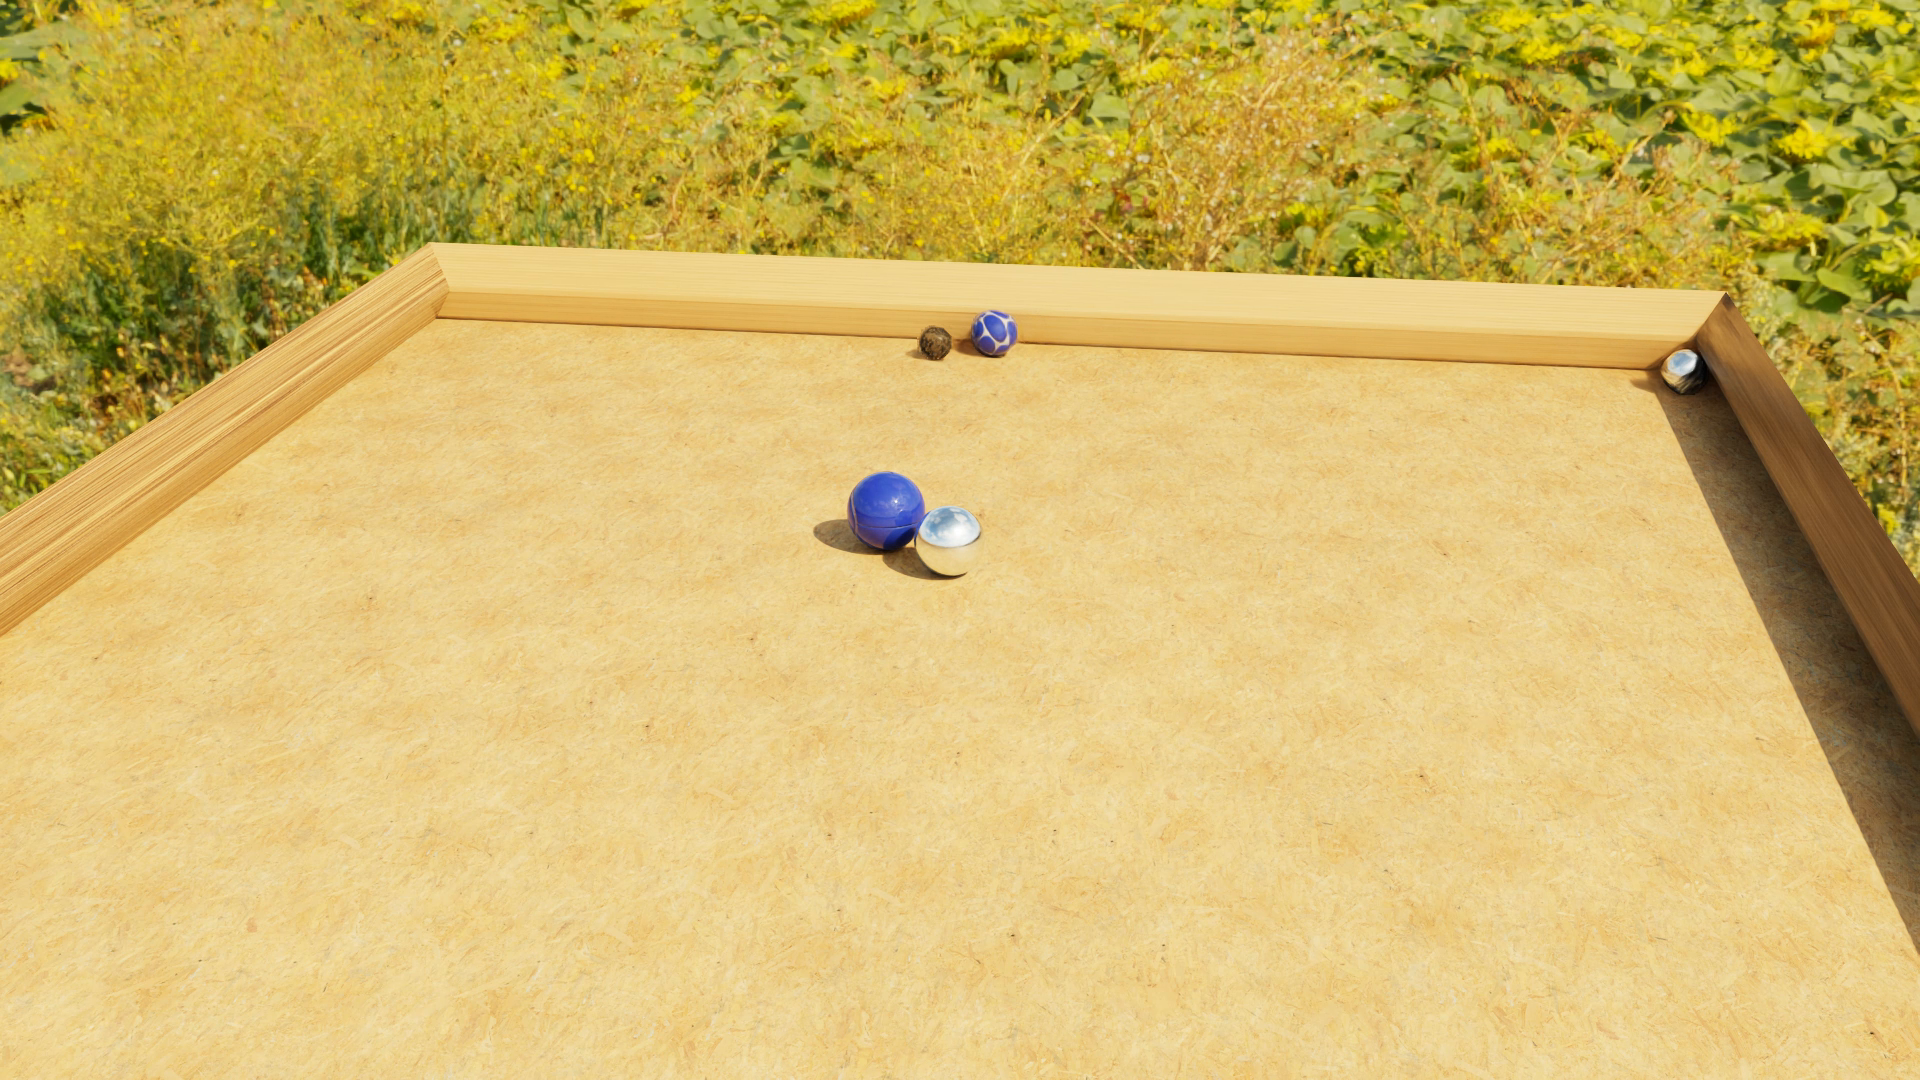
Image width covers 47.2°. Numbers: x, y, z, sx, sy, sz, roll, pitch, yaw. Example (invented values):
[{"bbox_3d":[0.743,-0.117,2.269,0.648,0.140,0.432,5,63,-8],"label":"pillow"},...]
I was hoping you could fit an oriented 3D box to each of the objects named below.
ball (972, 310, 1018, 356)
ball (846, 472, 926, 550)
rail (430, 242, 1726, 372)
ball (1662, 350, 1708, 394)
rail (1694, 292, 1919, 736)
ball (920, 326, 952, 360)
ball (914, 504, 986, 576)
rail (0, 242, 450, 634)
[{"bbox_3d":[0.053,-0.311,3.296,0.069,0.069,0.069,0,22,0],"label":"ball"},{"bbox_3d":[-0.086,-0.034,2.562,0.093,0.093,0.093,0,22,0],"label":"ball"},{"bbox_3d":[0.134,-0.349,3.320,1.968,0.120,0.045,3,22,8],"label":"rail"},{"bbox_3d":[1.029,-0.239,3.122,0.063,0.063,0.063,0,22,0],"label":"ball"},{"bbox_3d":[0.812,0.364,1.512,0.045,0.120,3.689,3,22,8],"label":"rail"},{"bbox_3d":[-0.036,-0.294,3.282,0.048,0.048,0.048,0,22,0],"label":"ball"},{"bbox_3d":[-0.012,0.001,2.490,0.081,0.081,0.081,0,22,0],"label":"ball"},{"bbox_3d":[-1.088,0.259,1.779,0.045,0.120,3.689,3,22,8],"label":"rail"}]
